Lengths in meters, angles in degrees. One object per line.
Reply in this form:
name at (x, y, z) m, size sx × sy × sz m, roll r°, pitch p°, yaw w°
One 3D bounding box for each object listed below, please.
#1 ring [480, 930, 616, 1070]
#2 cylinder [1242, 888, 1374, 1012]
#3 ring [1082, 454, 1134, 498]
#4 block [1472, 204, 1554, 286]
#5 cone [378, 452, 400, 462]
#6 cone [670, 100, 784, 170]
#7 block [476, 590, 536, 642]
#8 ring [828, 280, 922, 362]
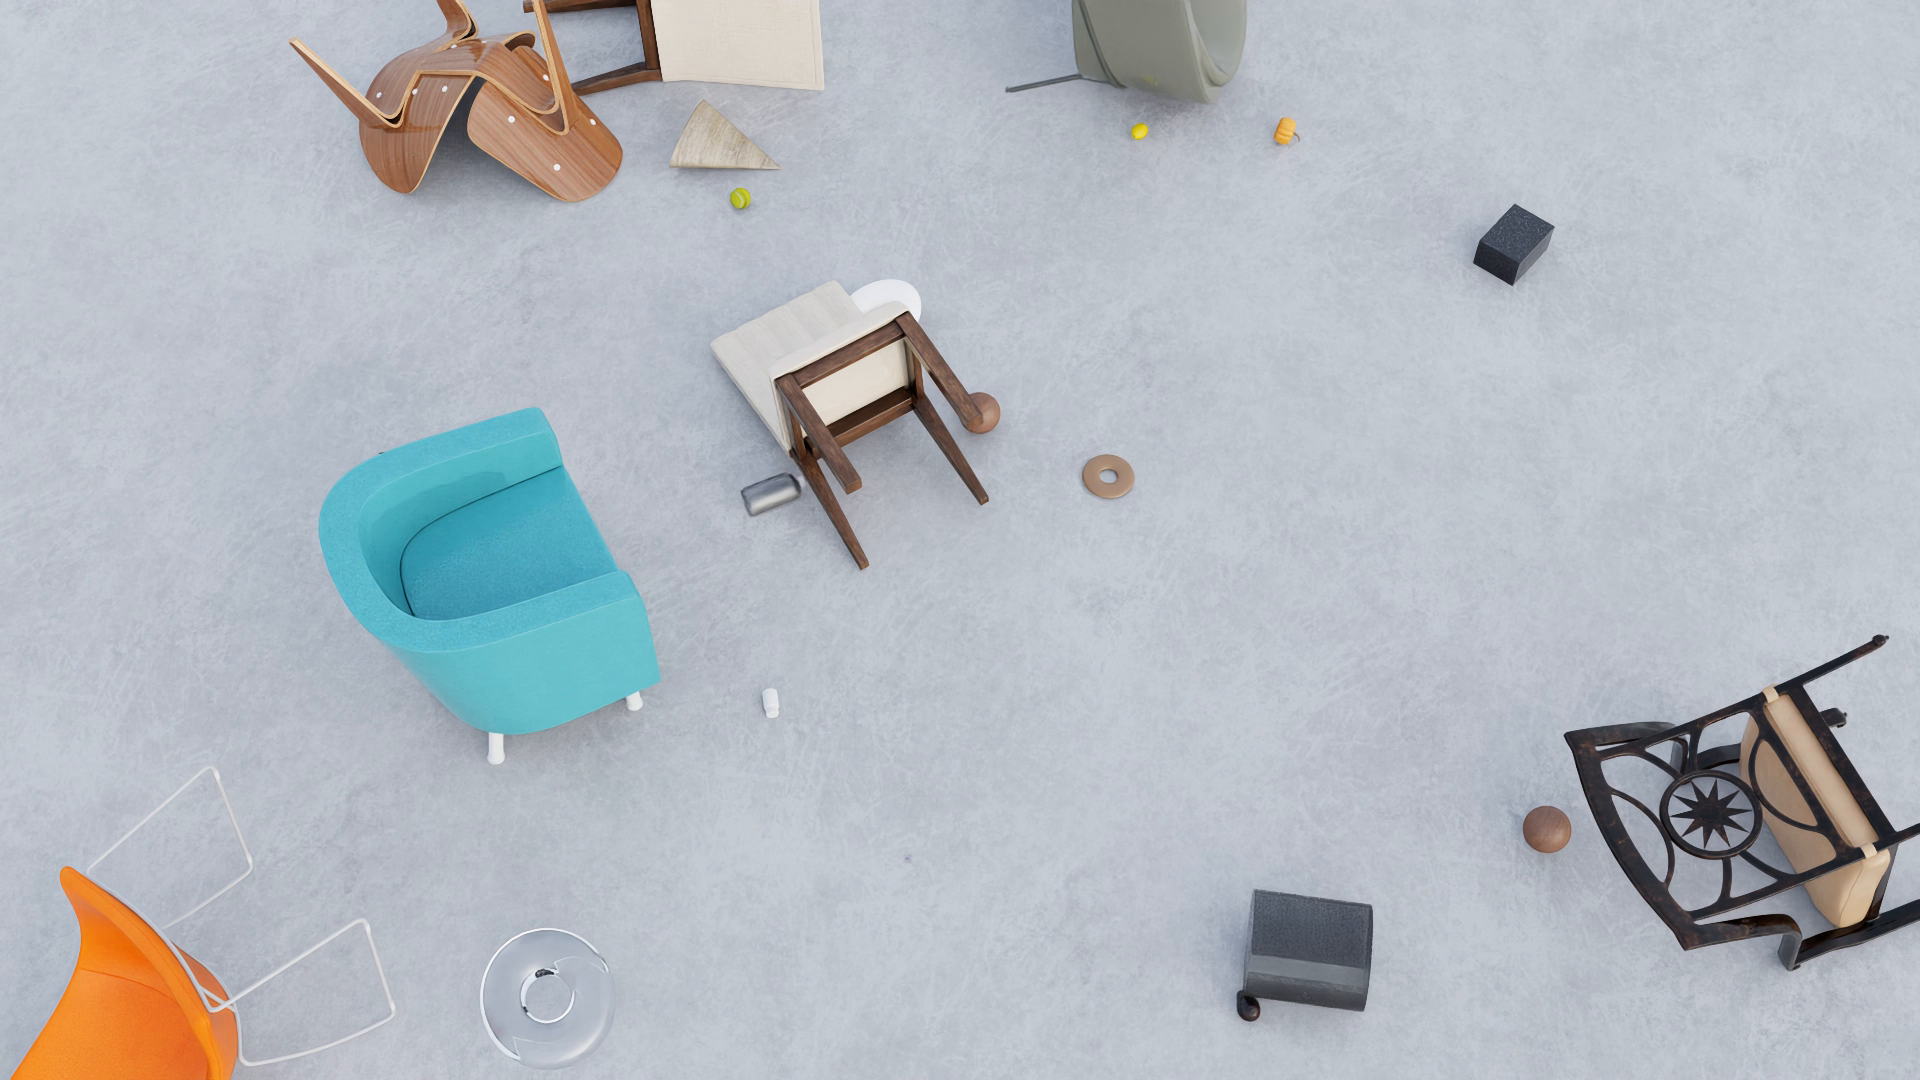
ring at (-1.070, 1.191, 5.716) m, size 0.348 × 0.099 × 0.394 m, roll -21°, pitch 60°, yaw -15°
cylinder at (0.908, 1.070, 5.741) m, size 0.308 × 0.191 × 0.289 m, roll 7°, pitch 60°, yaw 5°
ring at (0.452, -0.194, 6.693) m, size 0.160 × 0.020 × 0.165 m, roll -19°, pitch 58°, yaw -13°
block at (1.800, -0.960, 7.151) m, size 0.153 × 0.111 × 0.209 m, roll 35°, pitch 63°, yaw 21°
cone at (-1.747, -0.251, 6.732) m, size 0.069 × 0.038 × 0.031 m, roll 0°, pitch 87°, yaw -2°
cone at (-0.757, -1.311, 7.415) m, size 0.351 × 0.131 × 0.315 m, roll 21°, pitch 57°, yaw 1°
block at (-1.310, 0.219, 6.361) m, size 0.145 × 0.109 × 0.076 m, roll -13°, pitch 57°, yaw -9°
ring at (-0.270, -0.697, 6.991) m, size 0.272 × 0.059 × 0.347 m, roll 28°, pitch 66°, yaw 27°
